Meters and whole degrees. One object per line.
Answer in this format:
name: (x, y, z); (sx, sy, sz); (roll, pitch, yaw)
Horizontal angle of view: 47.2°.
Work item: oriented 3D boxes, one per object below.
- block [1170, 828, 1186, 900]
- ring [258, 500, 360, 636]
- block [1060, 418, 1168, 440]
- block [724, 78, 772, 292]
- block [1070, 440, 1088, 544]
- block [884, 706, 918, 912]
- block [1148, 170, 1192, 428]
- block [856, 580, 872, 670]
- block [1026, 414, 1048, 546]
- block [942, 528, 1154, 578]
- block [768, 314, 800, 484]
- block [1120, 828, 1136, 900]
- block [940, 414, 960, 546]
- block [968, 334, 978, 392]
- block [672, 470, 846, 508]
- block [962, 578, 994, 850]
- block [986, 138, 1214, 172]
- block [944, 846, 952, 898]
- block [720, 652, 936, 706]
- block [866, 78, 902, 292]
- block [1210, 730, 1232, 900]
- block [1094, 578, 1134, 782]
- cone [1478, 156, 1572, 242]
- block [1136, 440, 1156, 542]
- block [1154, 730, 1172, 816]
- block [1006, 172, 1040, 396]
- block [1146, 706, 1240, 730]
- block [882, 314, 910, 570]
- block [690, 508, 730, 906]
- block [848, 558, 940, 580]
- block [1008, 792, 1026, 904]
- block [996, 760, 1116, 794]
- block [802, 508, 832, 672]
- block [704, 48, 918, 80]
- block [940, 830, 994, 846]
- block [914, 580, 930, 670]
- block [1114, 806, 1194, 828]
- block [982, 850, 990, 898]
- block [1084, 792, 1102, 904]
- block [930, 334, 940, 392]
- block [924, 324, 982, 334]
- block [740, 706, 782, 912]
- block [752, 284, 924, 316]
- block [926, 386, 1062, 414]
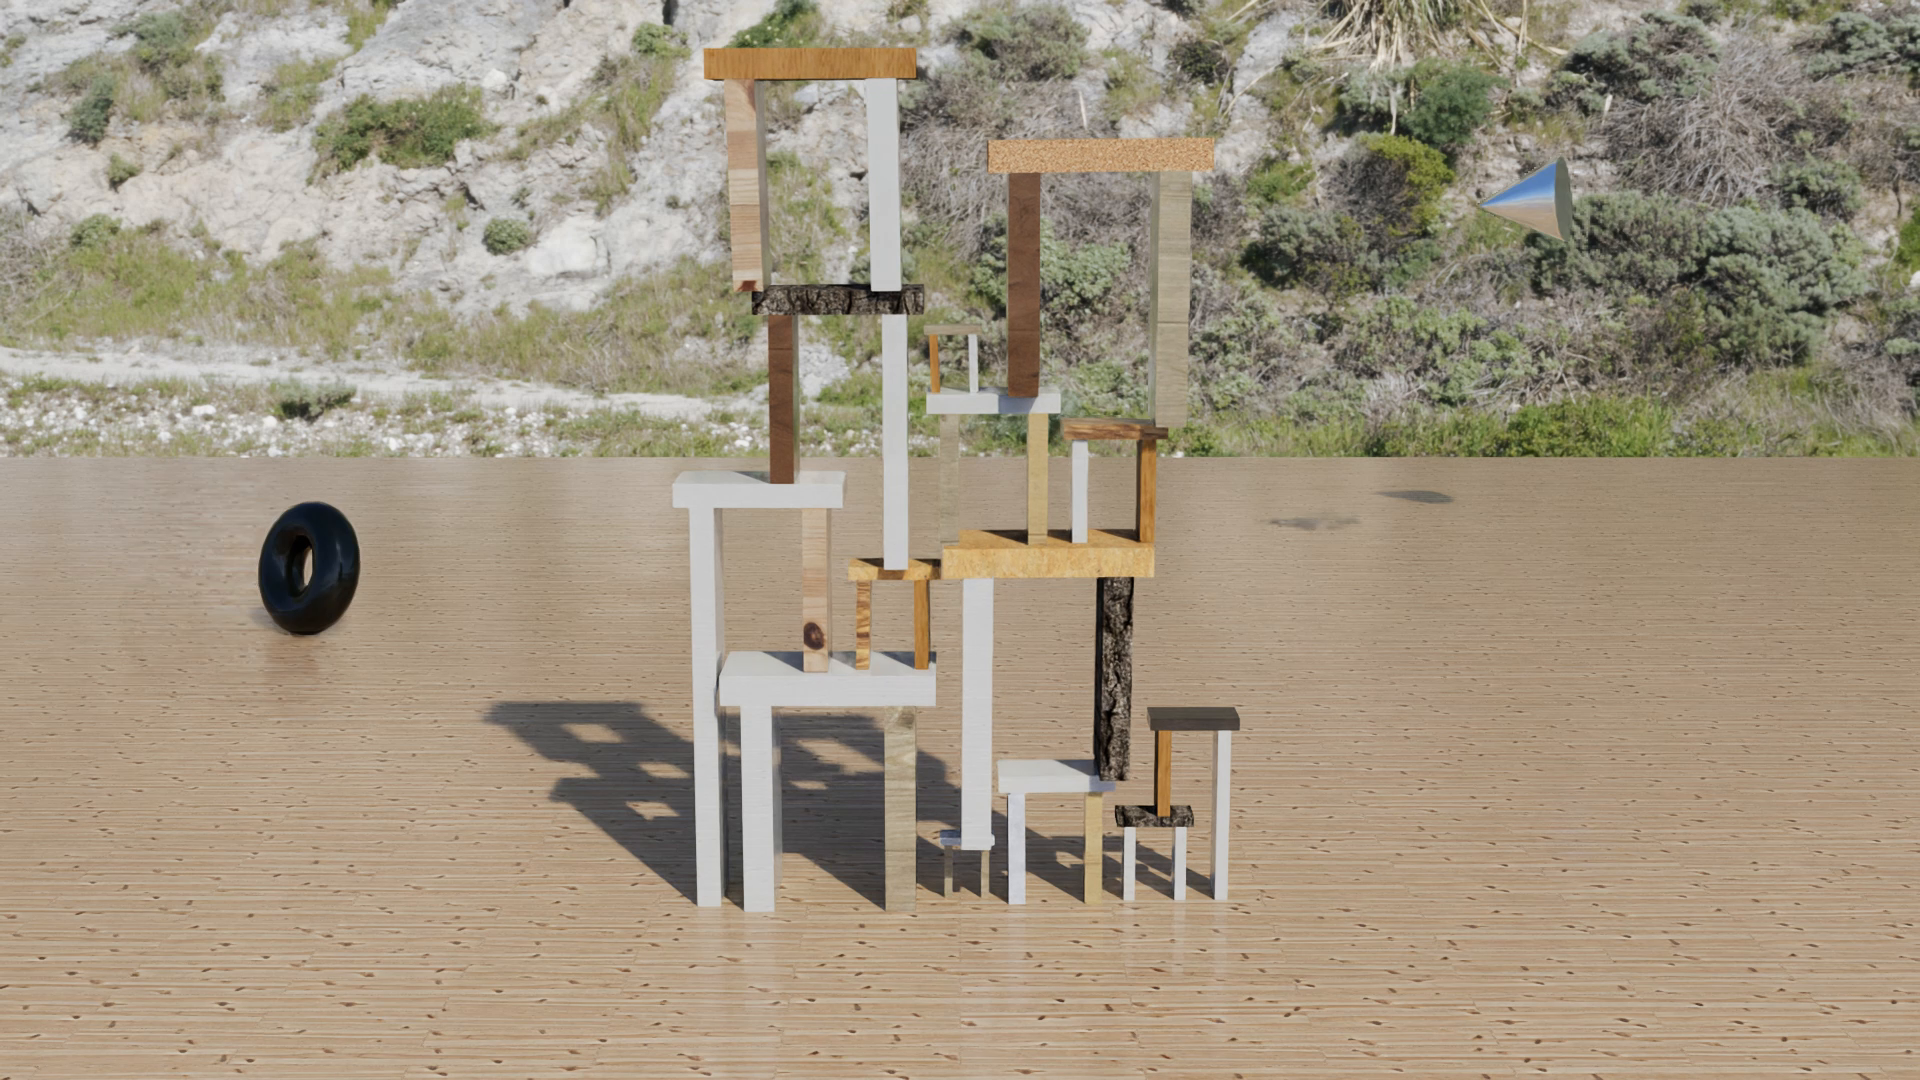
block: (0.364, 0.528, 3.656); (0.018, 0.126, 0.063); (0, 11, 0)
ring: (-1.649, 0.070, 5.567); (0.343, 0.343, 0.114); (8, -1, 38)
block: (0.246, -0.178, 3.519); (0.166, 0.023, 0.083); (0, 10, -3)
block: (-0.332, -0.558, 3.455); (0.046, 0.322, 0.161); (-1, 11, 0)
block: (0.190, -0.083, 3.541); (0.023, 0.166, 0.083); (-1, 10, -1)
block: (-0.097, 0.420, 3.638); (0.049, 0.346, 0.173); (0, 11, 0)
block: (0.332, -0.386, 3.494); (0.049, 0.397, 0.172); (0, 10, 1)
block: (-0.156, 0.130, 3.579); (0.021, 0.148, 0.074); (1, 11, 0)
block: (0.123, -0.106, 3.538); (0.030, 0.211, 0.106); (0, 11, -1)
block: (0.140, 0.021, 3.564); (0.335, 0.047, 0.167); (0, 11, 0)
block: (-0.281, -0.232, 3.519); (0.038, 0.267, 0.134); (0, 11, 0)
block: (0.280, 0.528, 3.656); (0.018, 0.126, 0.063); (0, 11, 0)
block: (-0.017, -0.105, 3.538); (0.030, 0.211, 0.106); (0, 11, -1)
block: (0.021, -0.283, 3.502); (0.013, 0.092, 0.046); (-1, 10, 0)
block: (-0.320, -0.082, 3.549); (0.269, 0.038, 0.135); (0, 11, 0)
block: (0.027, 0.267, 3.610); (0.047, 0.450, 0.167); (0, 11, 0)
block: (0.215, -0.605, 3.451); (0.345, 0.049, 0.172); (-1, 11, -1)
block: (-0.019, 0.545, 3.662); (0.013, 0.091, 0.045); (0, 11, 0)
block: (-0.212, 0.226, 3.602); (0.346, 0.049, 0.173); (0, 11, 0)
block: (-0.118, -0.559, 3.455); (0.046, 0.322, 0.161); (-1, 11, 0)
block: (0.432, 0.447, 3.648); (0.021, 0.290, 0.073); (0, 11, 0)
block: (0.250, 0.209, 3.599); (0.047, 0.335, 0.167); (0, 11, -1)
cone: (1.548, -0.931, 6.074); (0.235, 0.235, 0.235); (-2, 9, 27)
block: (0.299, -0.085, 3.542); (0.023, 0.166, 0.083); (0, 11, -1)
block: (0.335, 0.376, 3.634); (0.021, 0.146, 0.073); (0, 11, 0)
block: (0.099, -0.409, 3.485); (0.049, 0.345, 0.172); (0, 11, 0)
block: (0.383, 0.294, 3.619); (0.146, 0.021, 0.073); (0, 11, 0)
block: (-0.102, -0.164, 3.533); (0.038, 0.406, 0.134); (0, 11, 0)
block: (-0.411, 0.263, 3.613); (0.038, 0.664, 0.135); (0, 11, 0)
block: (-0.105, 0.047, 3.564); (0.148, 0.021, 0.074); (0, 11, 0)
block: (0.093, 0.496, 3.648); (0.027, 0.192, 0.096); (-1, 11, 0)
block: (0.158, 0.389, 3.625); (0.192, 0.027, 0.096); (-1, 11, -1)
block: (-0.231, 0.069, 3.577); (0.038, 0.269, 0.135); (0, 10, 0)
block: (-0.229, -0.740, 3.421); (0.322, 0.046, 0.161); (0, 11, 0)
block: (0.011, 0.494, 3.653); (0.091, 0.013, 0.045); (0, 11, 0)
block: (-0.061, 0.130, 3.579); (0.021, 0.148, 0.074); (0, 11, 2)
block: (0.322, 0.458, 3.643); (0.126, 0.018, 0.063); (0, 11, 0)
block: (0.042, 0.545, 3.662); (0.013, 0.091, 0.045); (0, 11, 0)
block: (0.220, 0.496, 3.649); (0.027, 0.192, 0.096); (0, 11, 2)
block: (-0.040, -0.283, 3.502); (0.013, 0.092, 0.046); (-2, 11, 1)
block: (-0.011, -0.335, 3.492); (0.092, 0.013, 0.046); (0, 11, 0)
block: (-0.327, 0.420, 3.638); (0.049, 0.346, 0.173); (0, 11, 0)
block: (-0.191, -0.382, 3.490); (0.267, 0.038, 0.134); (0, 11, 0)
block: (0.053, -0.224, 3.516); (0.211, 0.030, 0.106); (0, 11, 0)
